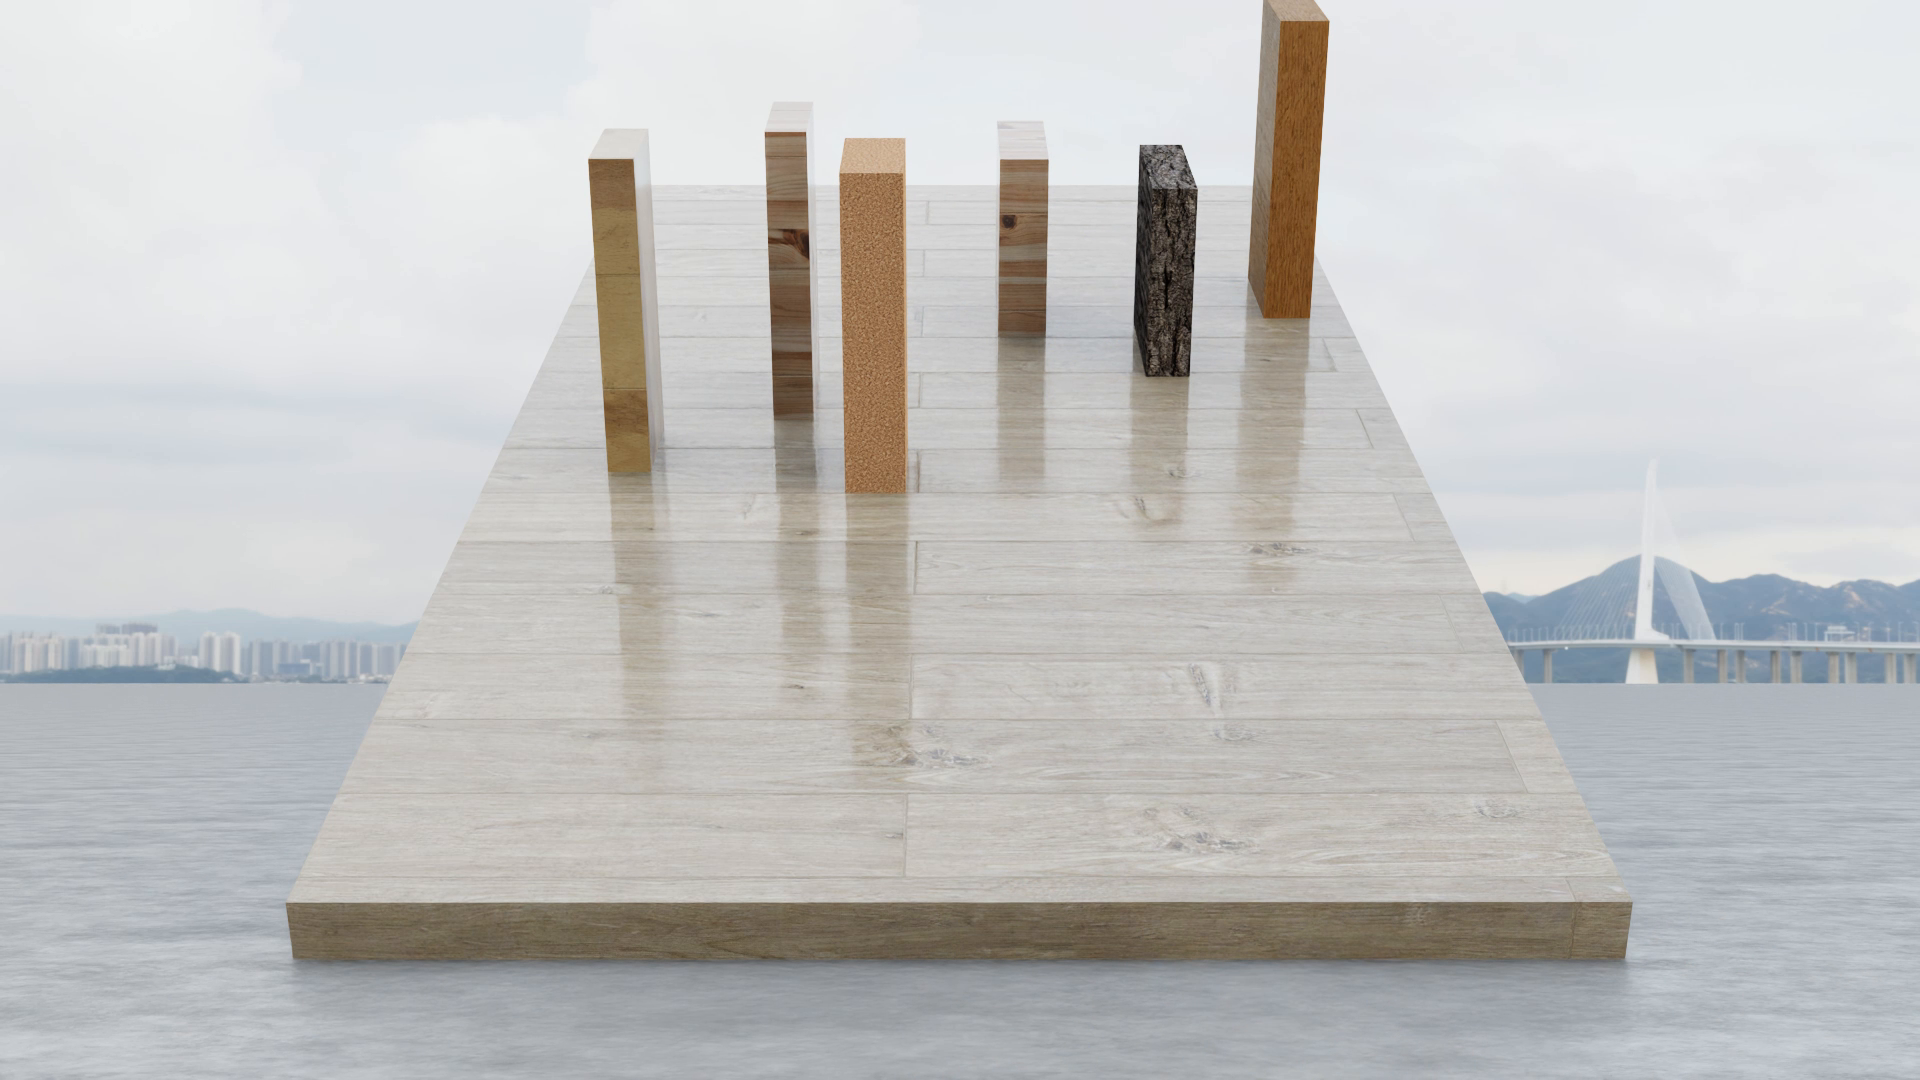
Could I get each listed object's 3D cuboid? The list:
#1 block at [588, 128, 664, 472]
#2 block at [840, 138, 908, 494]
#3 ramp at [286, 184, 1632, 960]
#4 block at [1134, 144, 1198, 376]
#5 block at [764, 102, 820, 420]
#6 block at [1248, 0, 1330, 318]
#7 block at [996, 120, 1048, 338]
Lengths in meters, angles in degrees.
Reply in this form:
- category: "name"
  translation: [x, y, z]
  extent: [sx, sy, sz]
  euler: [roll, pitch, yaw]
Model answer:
- category: "block"
  translation: [-0.709, -0.510, 4.965]
  extent: [0.093, 0.685, 0.252]
  euler: [0, 24, 0]
- category: "block"
  translation: [-0.177, -0.470, 4.873]
  extent: [0.127, 0.687, 0.282]
  euler: [0, 24, 0]
- category: "ramp"
  translation: [-0.008, -0.228, 5.300]
  extent: [2.000, 0.100, 4.000]
  euler: [0, 24, 0]
- category: "block"
  translation: [0.495, -0.682, 5.636]
  extent: [0.104, 0.459, 0.409]
  euler: [0, 24, 0]
- category: "block"
  translation: [-0.377, -0.632, 5.266]
  extent: [0.091, 0.664, 0.280]
  euler: [0, 24, 0]
- category: "block"
  translation: [0.836, -0.982, 5.948]
  extent: [0.119, 0.756, 0.343]
  euler: [0, 24, 0]
- category: "block"
  translation: [0.154, -0.792, 5.889]
  extent: [0.119, 0.453, 0.388]
  euler: [0, 24, 0]
